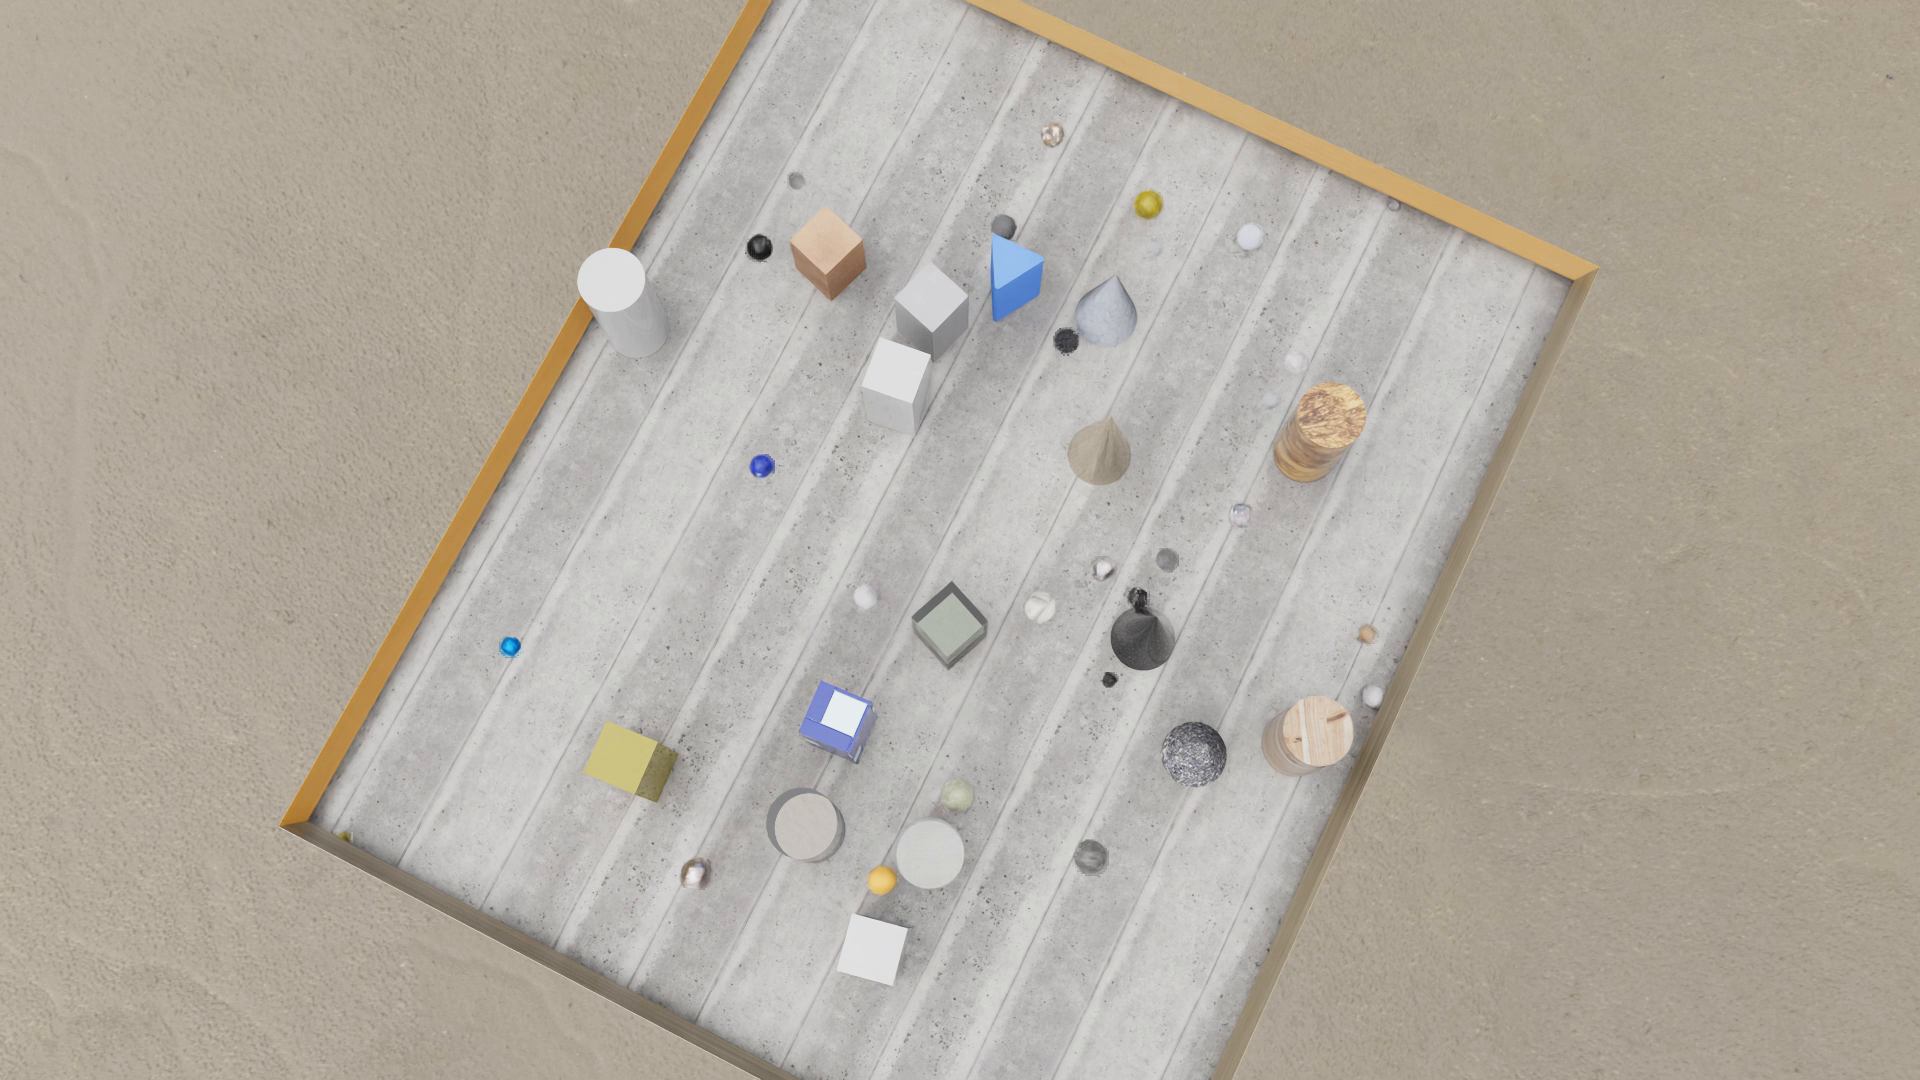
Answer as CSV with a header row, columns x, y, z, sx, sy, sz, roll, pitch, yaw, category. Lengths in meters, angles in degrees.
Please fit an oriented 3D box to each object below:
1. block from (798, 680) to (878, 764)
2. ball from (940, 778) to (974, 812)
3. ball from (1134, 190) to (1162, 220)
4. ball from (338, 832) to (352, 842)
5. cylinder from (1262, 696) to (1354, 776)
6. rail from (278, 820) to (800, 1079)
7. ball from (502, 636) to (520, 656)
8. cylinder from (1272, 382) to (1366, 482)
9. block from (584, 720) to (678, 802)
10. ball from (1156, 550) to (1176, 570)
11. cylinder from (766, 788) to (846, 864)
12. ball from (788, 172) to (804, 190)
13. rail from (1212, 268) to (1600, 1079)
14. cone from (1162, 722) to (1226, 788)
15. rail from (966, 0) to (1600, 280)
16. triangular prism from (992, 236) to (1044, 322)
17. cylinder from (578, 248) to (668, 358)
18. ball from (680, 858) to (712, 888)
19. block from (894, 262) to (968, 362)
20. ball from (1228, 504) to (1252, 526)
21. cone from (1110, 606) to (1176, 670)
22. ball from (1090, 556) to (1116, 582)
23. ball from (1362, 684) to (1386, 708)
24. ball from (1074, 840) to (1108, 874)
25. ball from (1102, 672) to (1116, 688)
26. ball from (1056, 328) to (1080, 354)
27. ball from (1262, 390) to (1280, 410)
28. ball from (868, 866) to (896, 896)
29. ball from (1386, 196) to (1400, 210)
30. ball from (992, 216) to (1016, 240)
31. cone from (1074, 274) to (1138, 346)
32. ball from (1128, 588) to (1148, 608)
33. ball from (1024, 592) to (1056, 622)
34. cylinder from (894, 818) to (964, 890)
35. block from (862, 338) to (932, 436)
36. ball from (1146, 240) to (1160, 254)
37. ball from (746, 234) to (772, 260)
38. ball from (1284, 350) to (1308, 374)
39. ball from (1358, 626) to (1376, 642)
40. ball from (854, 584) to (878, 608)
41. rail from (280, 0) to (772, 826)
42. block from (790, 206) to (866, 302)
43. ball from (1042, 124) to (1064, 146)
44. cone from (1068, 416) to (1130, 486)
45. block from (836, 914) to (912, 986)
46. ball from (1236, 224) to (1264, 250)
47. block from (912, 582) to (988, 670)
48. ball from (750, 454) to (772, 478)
x,y,z,sx,sy,sz,roll,pitch,yaw,category
-0.350,0.533,5.318,0.157,0.368,0.157,22,79,4,block
-0.010,0.755,5.410,0.098,0.098,0.098,0,78,0,ball
0.593,-1.059,5.790,0.090,0.090,0.090,0,78,0,ball
-1.819,0.884,5.412,0.042,0.042,0.042,0,78,0,ball
1.001,0.572,5.304,0.197,0.380,0.197,0,78,0,cylinder
-0.727,1.431,5.254,2.774,0.128,0.045,26,80,5,rail
-1.353,0.320,5.522,0.055,0.055,0.055,0,78,0,ball
1.067,-0.316,5.464,0.197,0.427,0.197,0,78,0,cylinder
-0.945,0.643,5.287,0.157,0.384,0.157,22,79,4,block
0.627,0.060,5.571,0.064,0.064,0.064,0,78,0,ball
-0.438,0.821,5.252,0.197,0.381,0.197,0,78,0,cylinder
-0.519,-1.140,5.826,0.053,0.053,0.053,0,78,0,ball
1.220,0.604,5.425,0.045,0.128,3.300,26,80,5,rail
0.700,0.610,5.330,0.197,0.315,0.197,0,78,0,cone
0.727,-1.418,5.844,2.774,0.128,0.045,26,80,5,rail
0.140,-0.823,5.629,0.170,0.310,0.147,-33,80,-6,triangular prism
-1.012,-0.711,5.538,0.197,0.443,0.197,0,78,0,cylinder
-0.773,0.975,5.369,0.090,0.090,0.090,0,78,0,ball
-0.085,-0.693,5.605,0.157,0.303,0.157,43,81,8,block
0.855,-0.076,5.595,0.072,0.072,0.072,0,78,0,ball
0.555,0.257,5.356,0.197,0.405,0.197,0,78,0,cone
0.433,0.088,5.559,0.077,0.077,0.077,0,78,0,ball
1.239,0.468,5.484,0.071,0.071,0.071,0,78,0,ball
0.382,0.929,5.374,0.098,0.098,0.098,0,78,0,ball
0.448,0.422,5.506,0.045,0.045,0.045,0,78,0,ball
0.334,-0.619,5.706,0.076,0.076,0.076,0,78,0,ball
0.962,-0.434,5.677,0.058,0.058,0.058,0,78,0,ball
-0.231,0.998,5.368,0.083,0.083,0.083,0,78,0,ball
1.376,-1.067,5.815,0.045,0.045,0.045,0,78,0,ball
0.138,-0.985,5.780,0.079,0.079,0.079,0,78,0,ball
0.459,-0.741,5.570,0.197,0.392,0.197,0,78,0,cone
0.538,0.174,5.550,0.060,0.060,0.060,0,78,0,ball
0.242,0.203,5.527,0.094,0.094,0.094,0,78,0,ball
-0.086,0.906,5.276,0.197,0.300,0.197,0,78,0,cylinder
-0.186,-0.456,5.519,0.157,0.375,0.157,19,79,4,block
0.611,-0.923,5.784,0.047,0.047,0.047,0,78,0,ball
-0.630,-0.920,5.765,0.083,0.083,0.083,0,78,0,ball
1.044,-0.552,5.692,0.076,0.076,0.076,0,78,0,ball
1.229,0.284,5.531,0.052,0.052,0.052,0,78,0,ball
-0.285,0.171,5.543,0.075,0.075,0.075,0,78,0,ball
-1.220,-0.590,5.673,0.045,0.128,3.300,26,80,5,rail
-0.407,-0.885,5.675,0.157,0.245,0.157,44,82,8,block
0.296,-1.292,5.846,0.074,0.074,0.074,0,78,0,ball
0.431,-0.309,5.452,0.197,0.447,0.197,0,78,0,cone
-0.239,1.154,5.178,0.157,0.391,0.157,15,79,3,block
0.913,-0.953,5.772,0.083,0.083,0.083,0,78,0,ball
-0.030,0.256,5.413,0.157,0.295,0.157,-41,81,-8,block
-0.610,-0.225,5.627,0.071,0.071,0.071,0,78,0,ball
